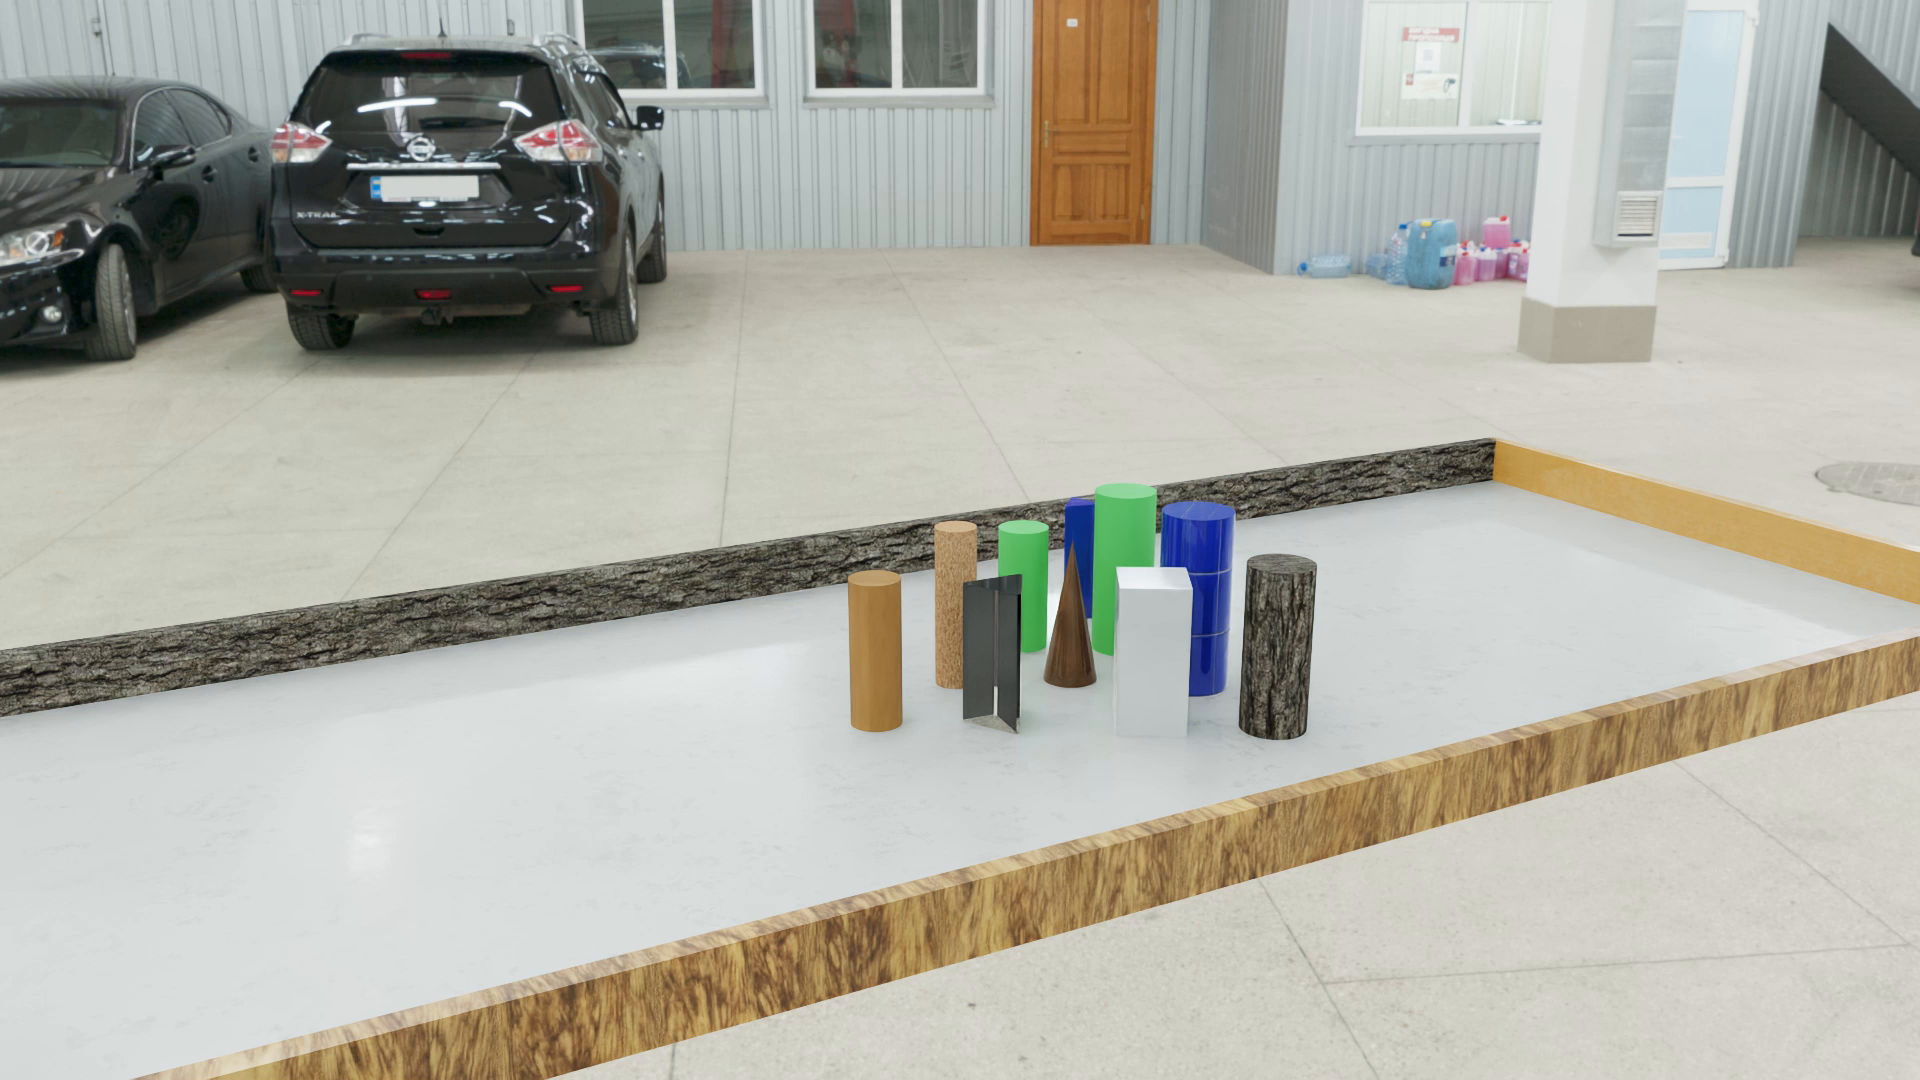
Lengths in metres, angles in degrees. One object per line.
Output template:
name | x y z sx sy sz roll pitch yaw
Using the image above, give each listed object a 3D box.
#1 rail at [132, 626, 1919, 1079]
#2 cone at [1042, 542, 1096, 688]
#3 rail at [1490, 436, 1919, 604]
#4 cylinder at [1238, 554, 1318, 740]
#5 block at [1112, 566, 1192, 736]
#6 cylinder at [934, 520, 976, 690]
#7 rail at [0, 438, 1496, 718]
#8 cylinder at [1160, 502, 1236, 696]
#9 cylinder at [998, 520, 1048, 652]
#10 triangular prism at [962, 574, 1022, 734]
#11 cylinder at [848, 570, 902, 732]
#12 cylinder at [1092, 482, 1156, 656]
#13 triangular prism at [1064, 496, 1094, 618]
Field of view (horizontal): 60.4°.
rail | -2.336 1.006 1.665 12.000 0.150 0.050 -9 18 -27
cone | 0.278 0.173 4.117 0.138 0.365 0.138 0 16 0
rail | 2.466 -0.048 5.253 0.050 0.150 2.100 -9 18 -27
cylinder | 0.732 0.246 3.809 0.158 0.400 0.158 0 16 0
block | 0.445 0.259 3.839 0.164 0.359 0.164 1 16 2
cylinder | -0.010 0.161 4.087 0.103 0.405 0.103 0 16 0
rail | -3.305 0.497 3.399 12.000 0.150 0.050 -9 18 -27
cylinder | 0.580 0.144 4.068 0.178 0.449 0.178 0 16 0
cylinder | 0.167 0.122 4.363 0.132 0.325 0.132 0 16 0
triangular prism | 0.107 0.259 3.868 0.153 0.341 0.133 11 19 32
cylinder | -0.197 0.259 3.843 0.123 0.356 0.123 0 16 0
cylinder | 0.430 0.078 4.331 0.160 0.428 0.160 0 16 0
triangular prism | 0.327 0.050 4.601 0.104 0.329 0.090 -5 17 -15
